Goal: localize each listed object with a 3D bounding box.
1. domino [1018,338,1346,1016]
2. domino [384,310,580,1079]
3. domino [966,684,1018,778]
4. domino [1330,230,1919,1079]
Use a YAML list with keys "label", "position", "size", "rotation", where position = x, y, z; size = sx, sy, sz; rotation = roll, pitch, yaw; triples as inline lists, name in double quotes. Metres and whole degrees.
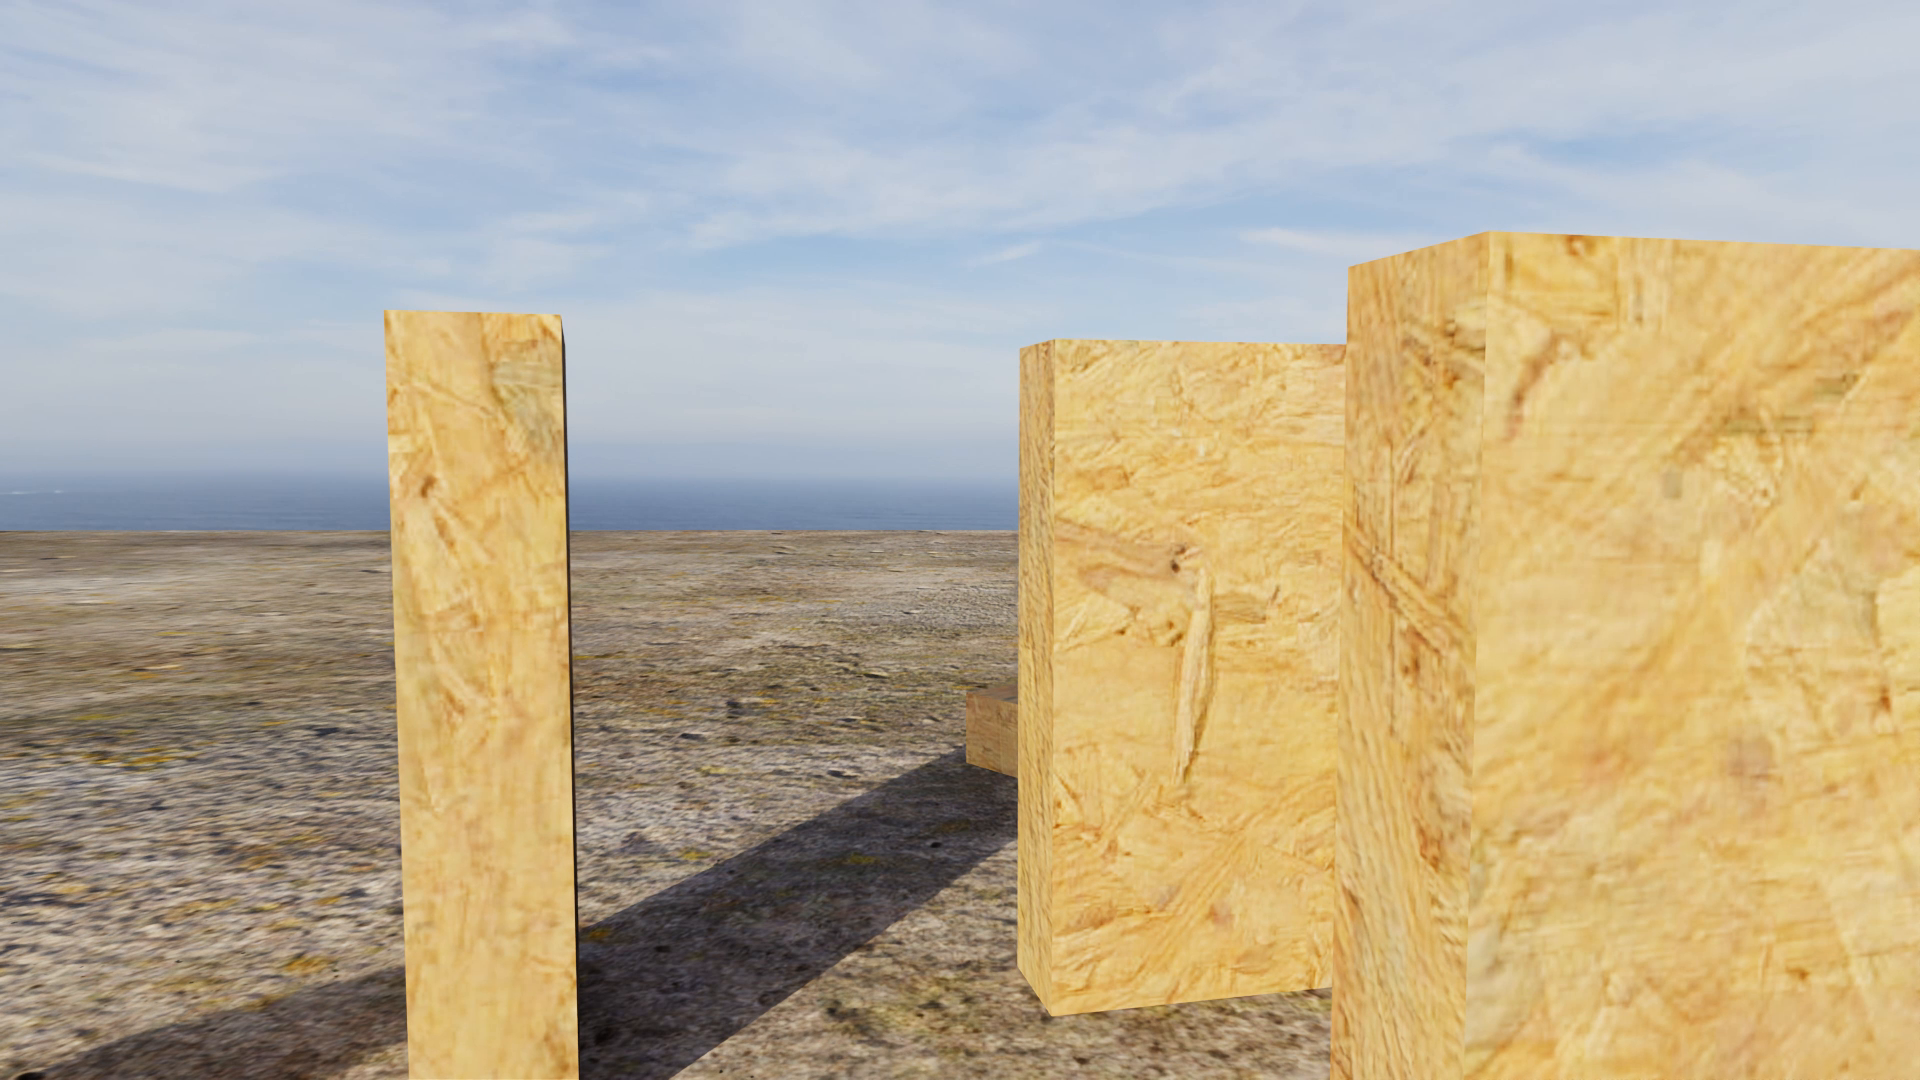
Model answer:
- label: "domino"
  position: [0.018, 0.010, 0.101]
  size: [0.025, 0.050, 0.009]
  rotation: [-1, 4, -13]
- label: "domino"
  position: [-0.031, 0.011, 0.087]
  size: [0.009, 0.050, 0.025]
  rotation: [-1, 4, -16]
- label: "domino"
  position: [0.026, 0.026, 0.160]
  size: [0.025, 0.009, 0.050]
  rotation: [-4, 6, -39]
- label: "domino"
  position: [0.030, 0.013, 0.055]
  size: [0.025, 0.050, 0.009]
  rotation: [-1, 4, -13]
